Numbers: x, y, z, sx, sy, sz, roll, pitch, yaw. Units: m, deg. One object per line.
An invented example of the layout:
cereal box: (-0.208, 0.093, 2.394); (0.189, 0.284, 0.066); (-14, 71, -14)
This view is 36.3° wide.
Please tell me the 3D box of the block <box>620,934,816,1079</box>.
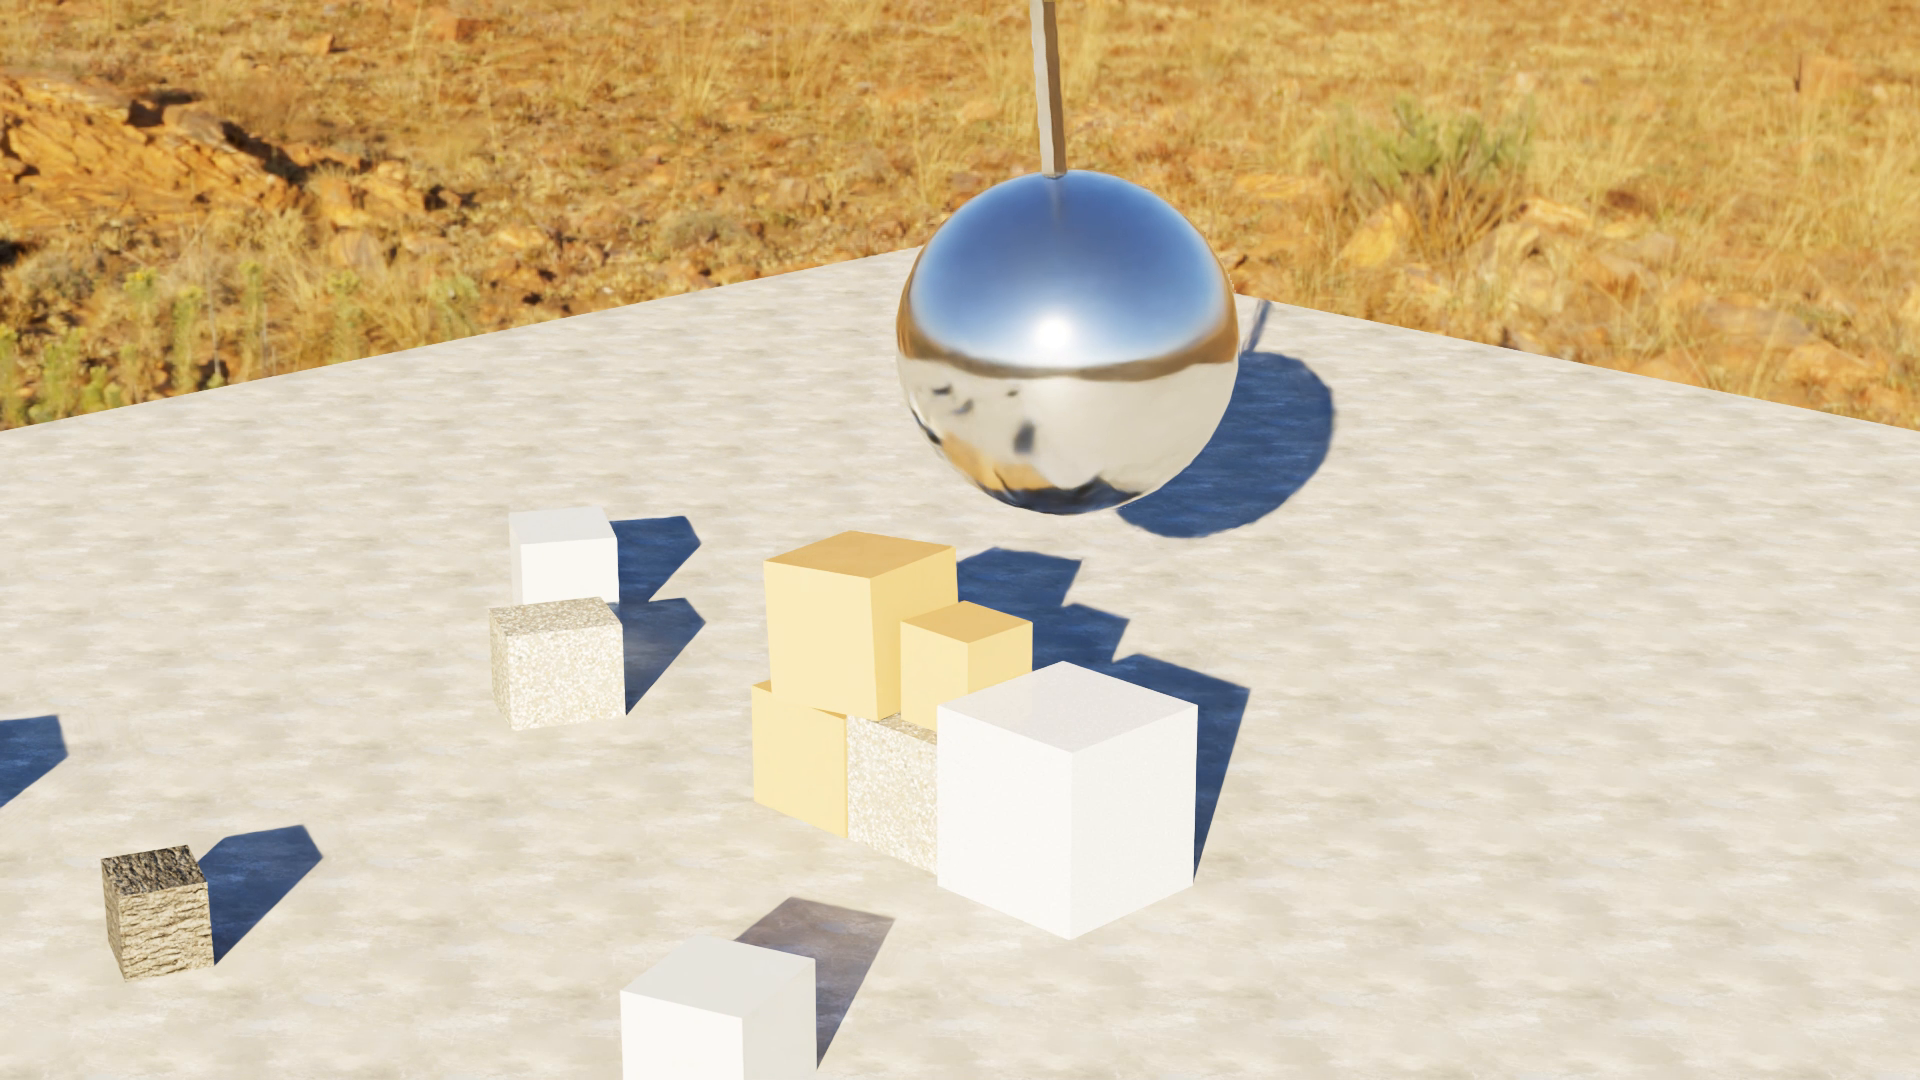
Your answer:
block: (-0.935, 1.916, 11.435); (0.536, 0.487, 0.571); (8, 19, 25)

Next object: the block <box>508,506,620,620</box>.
block: (-2.275, 0.181, 16.835); (0.538, 0.560, 0.634); (-4, 18, -14)

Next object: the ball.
ball: (0.494, -0.914, 13.573); (1.600, 1.600, 1.600); (0, 17, 0)

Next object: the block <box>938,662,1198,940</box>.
block: (0.479, 1.155, 13.213); (0.822, 0.875, 0.820); (-17, 24, -42)

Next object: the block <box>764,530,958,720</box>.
block: (-0.457, 0.394, 13.876); (0.647, 0.682, 0.634); (9, 19, 37)

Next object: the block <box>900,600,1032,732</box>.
block: (0.029, 0.603, 13.514); (0.435, 0.479, 0.419); (17, 24, 42)

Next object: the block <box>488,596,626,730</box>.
block: (-2.123, 0.645, 15.434); (0.602, 0.515, 0.489); (-6, 18, -19)

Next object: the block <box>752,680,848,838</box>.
block: (-0.526, 0.982, 14.219); (0.698, 0.601, 0.652); (-17, 24, -42)

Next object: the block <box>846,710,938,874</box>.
block: (-0.057, 1.108, 13.761); (0.662, 0.634, 0.669); (-17, 24, -42)

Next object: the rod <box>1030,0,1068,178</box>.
rod: (0.214, -4.052, 12.293); (0.080, 5.200, 0.080); (17, 31, 42)

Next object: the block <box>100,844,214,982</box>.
block: (-3.450, 1.600, 12.597); (0.372, 0.393, 0.440); (-8, 19, -23)
